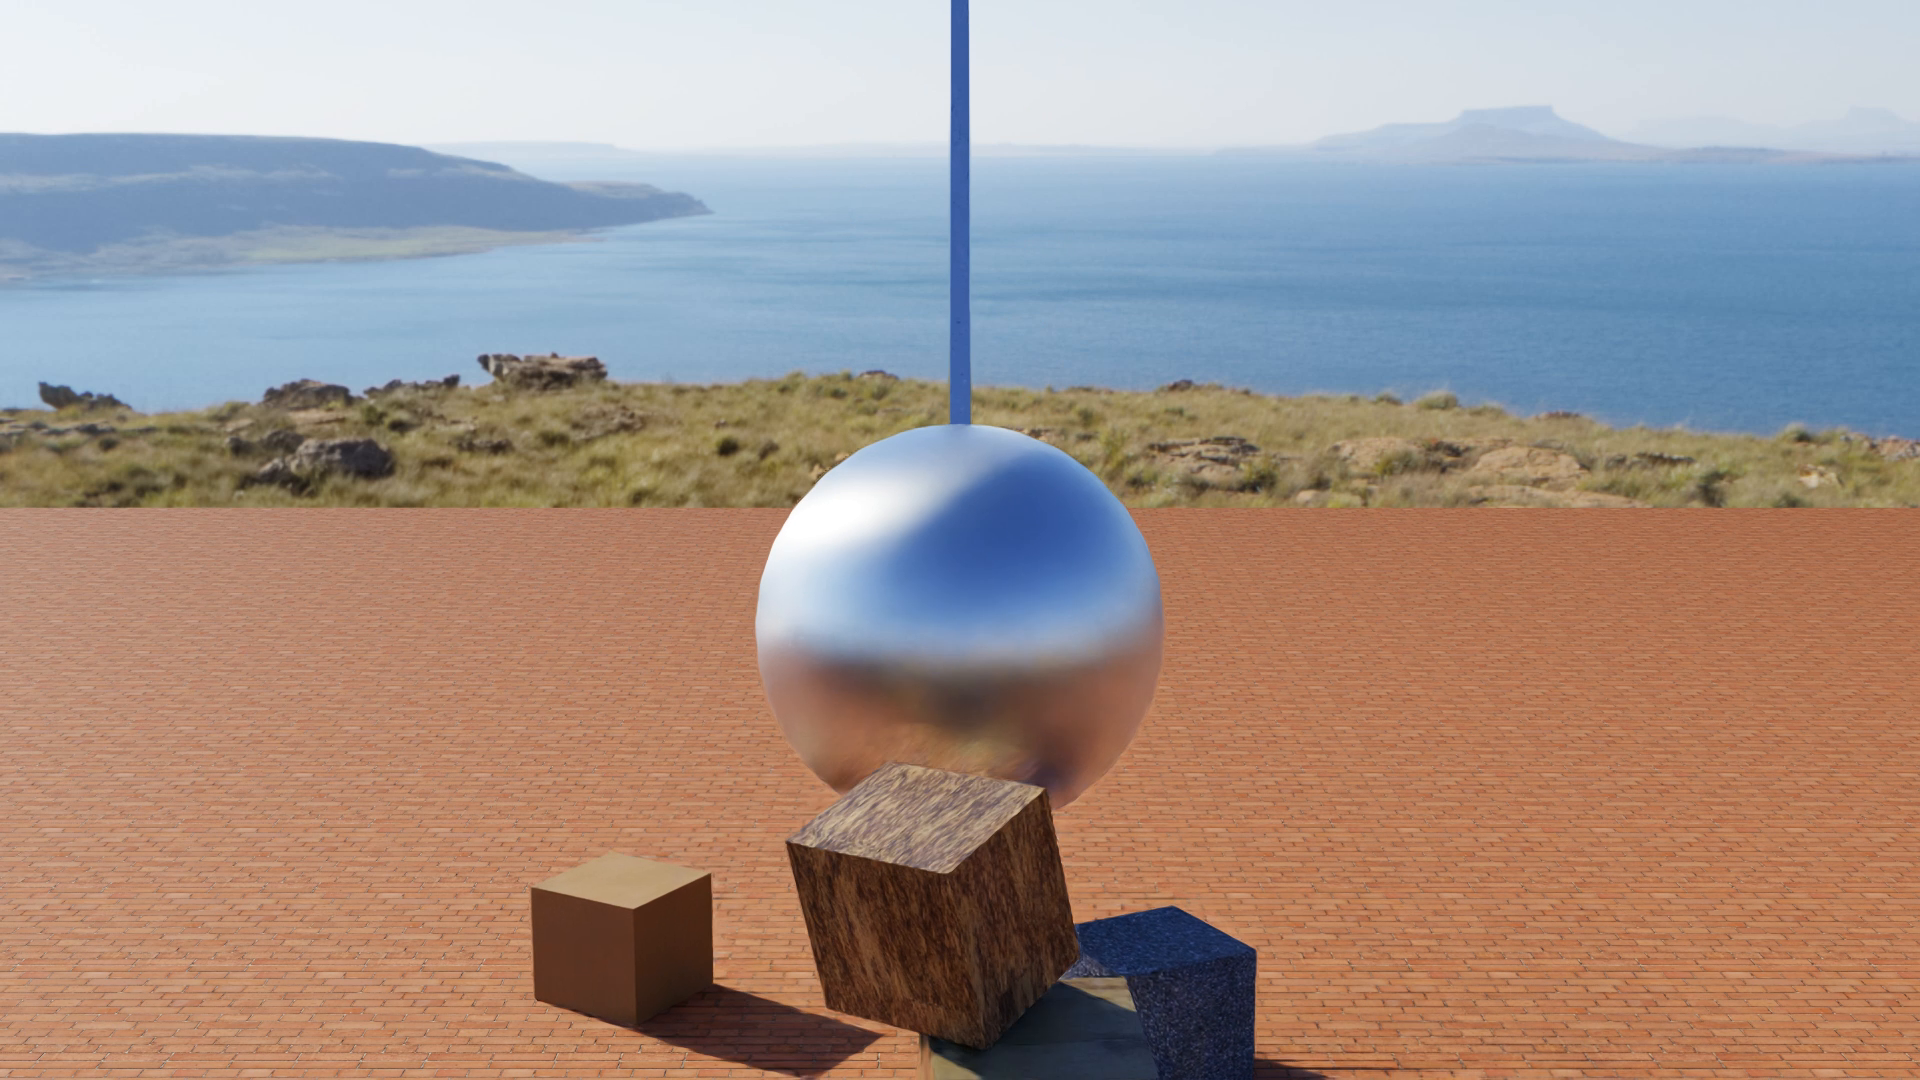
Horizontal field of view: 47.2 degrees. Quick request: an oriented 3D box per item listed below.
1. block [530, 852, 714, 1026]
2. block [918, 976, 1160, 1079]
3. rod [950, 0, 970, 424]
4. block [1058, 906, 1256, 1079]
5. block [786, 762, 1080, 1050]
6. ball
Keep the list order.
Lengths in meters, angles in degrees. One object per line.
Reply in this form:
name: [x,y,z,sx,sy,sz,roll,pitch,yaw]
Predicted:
block: [-1.400,1.646,9.145,0.534,0.489,0.518,6,12,30]
block: [0.240,1.886,7.139,0.694,0.627,0.688,-1,20,-6]
rod: [0.000,-2.930,9.501,0.080,5.200,0.080,0,-15,0]
block: [0.715,1.770,8.332,0.582,0.536,0.554,-6,12,-28]
block: [-0.081,1.175,7.168,0.658,0.642,0.548,5,27,37]
ball: [0.000,0.347,8.598,1.600,1.600,1.600,0,10,0]
